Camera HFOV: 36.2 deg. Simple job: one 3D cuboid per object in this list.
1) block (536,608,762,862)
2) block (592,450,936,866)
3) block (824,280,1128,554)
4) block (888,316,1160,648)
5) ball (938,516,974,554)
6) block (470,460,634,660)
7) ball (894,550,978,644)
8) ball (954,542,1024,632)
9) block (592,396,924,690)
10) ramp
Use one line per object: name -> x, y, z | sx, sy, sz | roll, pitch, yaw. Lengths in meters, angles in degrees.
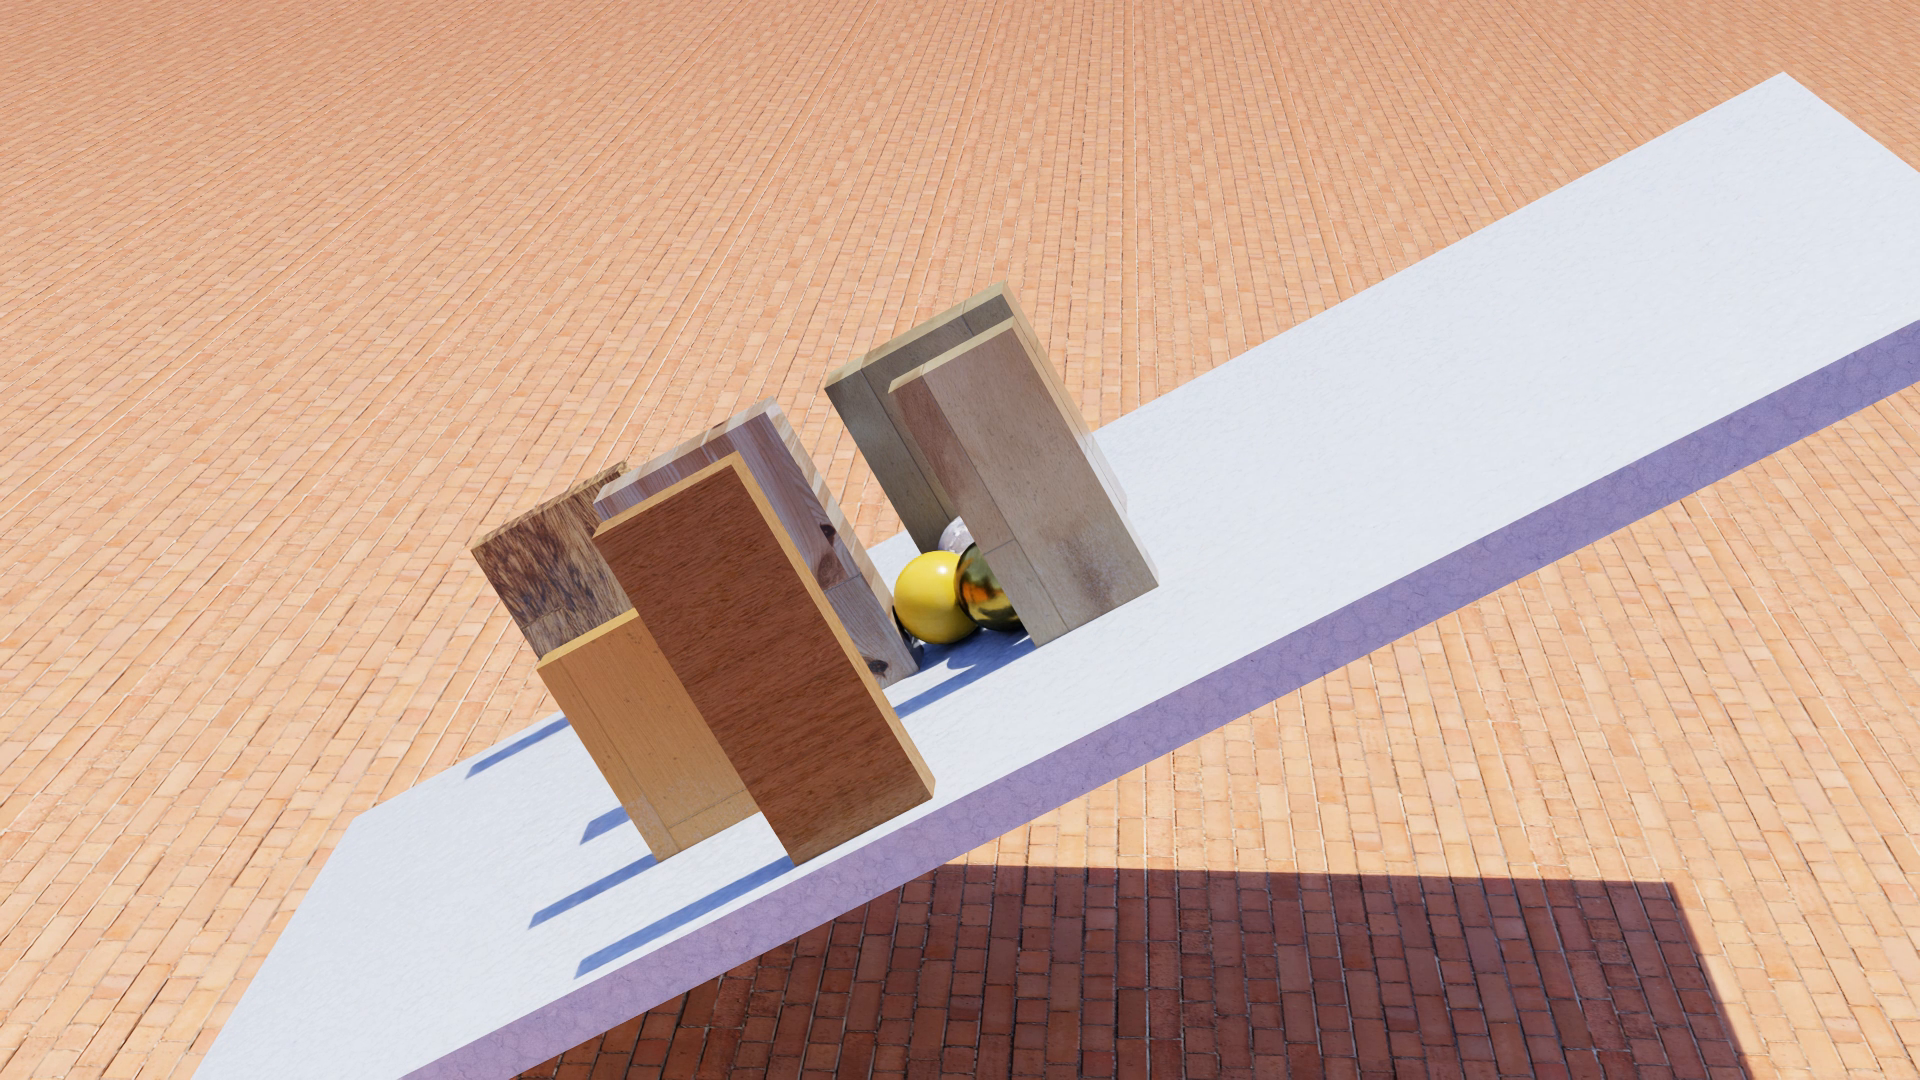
block -> -0.612, 0.384, 5.883 | 0.248, 0.471, 0.084 | -27, 14, 11
block -> -0.353, 0.223, 5.391 | 0.294, 0.729, 0.088 | -27, 14, 11
block -> 0.038, -0.212, 6.439 | 0.441, 0.560, 0.135 | -27, 14, 11
block -> 0.130, -0.112, 5.828 | 0.277, 0.601, 0.093 | -27, 14, 11
ball -> 0.046, 0.031, 6.346 | 0.191, 0.191, 0.191 | 0, 18, 0
block -> -0.884, 0.125, 7.244 | 0.427, 0.504, 0.100 | -27, 14, 11
ball -> -0.042, 0.121, 6.197 | 0.199, 0.199, 0.199 | 0, 18, 0
ball -> 0.088, 0.086, 6.046 | 0.205, 0.205, 0.205 | 0, 18, 0
block -> -0.419, 0.080, 6.191 | 0.418, 0.641, 0.131 | -27, 14, 11
ramp -> 0.142, 0.167, 6.283 | 4.000, 0.100, 2.000 | -27, 14, 11
